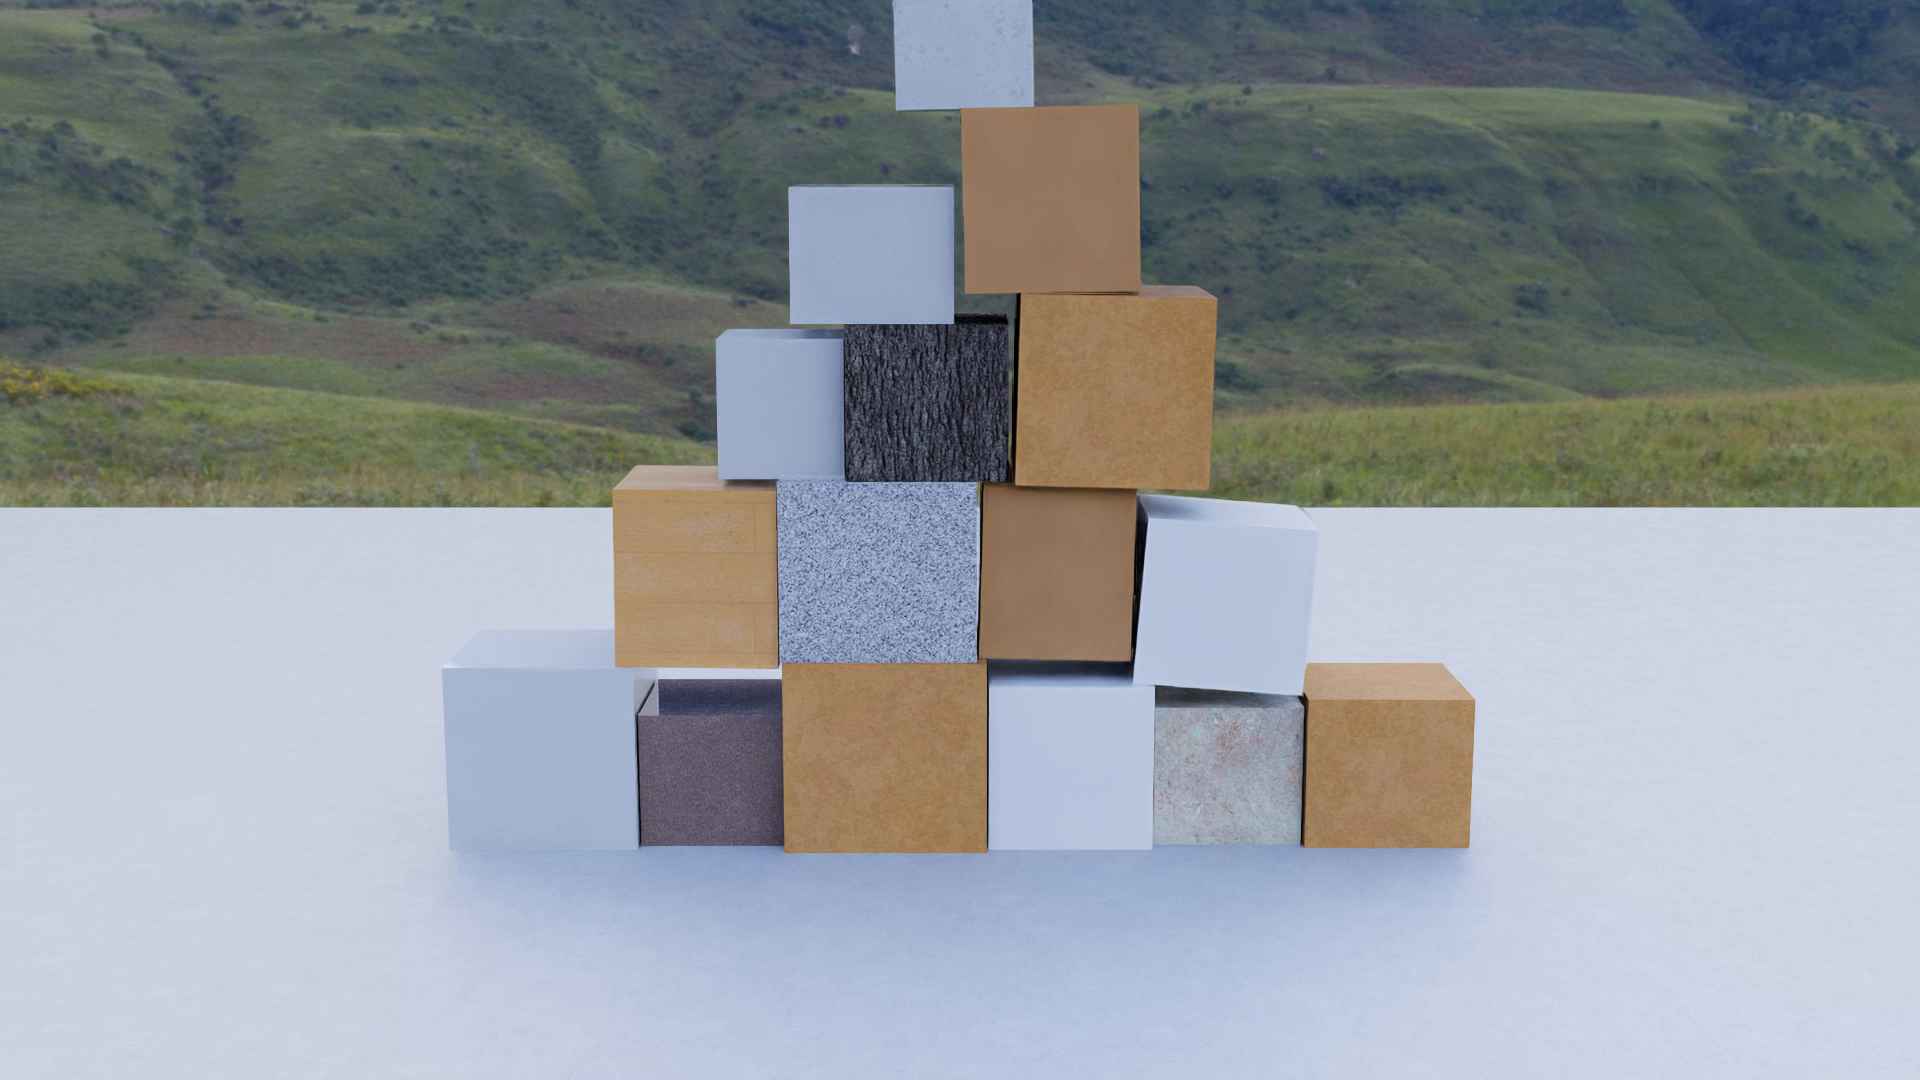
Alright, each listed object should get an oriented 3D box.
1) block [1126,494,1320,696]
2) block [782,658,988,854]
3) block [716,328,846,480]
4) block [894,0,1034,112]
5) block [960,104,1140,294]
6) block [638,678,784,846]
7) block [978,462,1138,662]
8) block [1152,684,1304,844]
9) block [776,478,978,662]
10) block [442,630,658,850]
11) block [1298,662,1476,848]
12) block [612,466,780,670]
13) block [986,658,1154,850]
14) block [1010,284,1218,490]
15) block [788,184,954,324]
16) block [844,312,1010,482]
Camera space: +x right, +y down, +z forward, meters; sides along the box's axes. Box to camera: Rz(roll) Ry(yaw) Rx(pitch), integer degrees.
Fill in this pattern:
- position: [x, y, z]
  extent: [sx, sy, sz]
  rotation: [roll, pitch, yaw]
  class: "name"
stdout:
- position: [1.312, 0.265, 11.227]
  extent: [0.845, 0.835, 0.760]
  rotation: [4, 10, -1]
  class: "block"
- position: [-0.371, 1.001, 11.355]
  extent: [1.007, 0.969, 0.965]
  rotation: [0, 10, 0]
  class: "block"
- position: [-0.877, -0.691, 11.041]
  extent: [0.621, 0.688, 0.597]
  rotation: [0, 10, 0]
  class: "block"
- position: [0.017, -2.426, 10.755]
  extent: [0.654, 0.628, 0.774]
  rotation: [-1, 10, 0]
  class: "block"
- position: [0.435, -1.695, 10.890]
  extent: [0.841, 0.877, 0.824]
  rotation: [-1, 10, 0]
  class: "block"
- position: [-1.245, 1.141, 11.397]
  extent: [0.721, 0.678, 0.759]
  rotation: [0, 10, 0]
  class: "block"
- position: [0.482, 0.094, 11.211]
  extent: [0.755, 0.883, 0.730]
  rotation: [1, 10, 0]
  class: "block"
- position: [1.347, 1.124, 11.401]
  extent: [0.747, 0.710, 0.717]
  rotation: [0, 10, 0]
  class: "block"
- position: [-0.402, 0.086, 11.183]
  extent: [0.972, 0.892, 0.886]
  rotation: [0, 10, 0]
  class: "block"
- position: [-2.087, 1.015, 11.370]
  extent: [0.943, 0.936, 0.873]
  rotation: [0, 10, 0]
  class: "block"
- position: [2.145, 1.100, 11.366]
  extent: [0.828, 0.769, 0.785]
  rotation: [0, 10, 0]
  class: "block"
- position: [-1.296, 0.123, 11.195]
  extent: [0.805, 0.889, 0.823]
  rotation: [1, 10, 0]
  class: "block"
- position: [0.553, 1.065, 11.362]
  extent: [0.822, 0.839, 0.837]
  rotation: [0, 10, 0]
  class: "block"
- position: [0.750, -0.790, 11.043]
  extent: [0.942, 0.929, 0.891]
  rotation: [1, 10, 0]
  class: "block"
- position: [-0.425, -1.431, 10.930]
  extent: [0.792, 0.654, 0.700]
  rotation: [0, 10, 0]
  class: "block"
- position: [-0.160, -0.728, 11.030]
  extent: [0.792, 0.765, 0.771]
  rotation: [0, 10, 0]
  class: "block"
